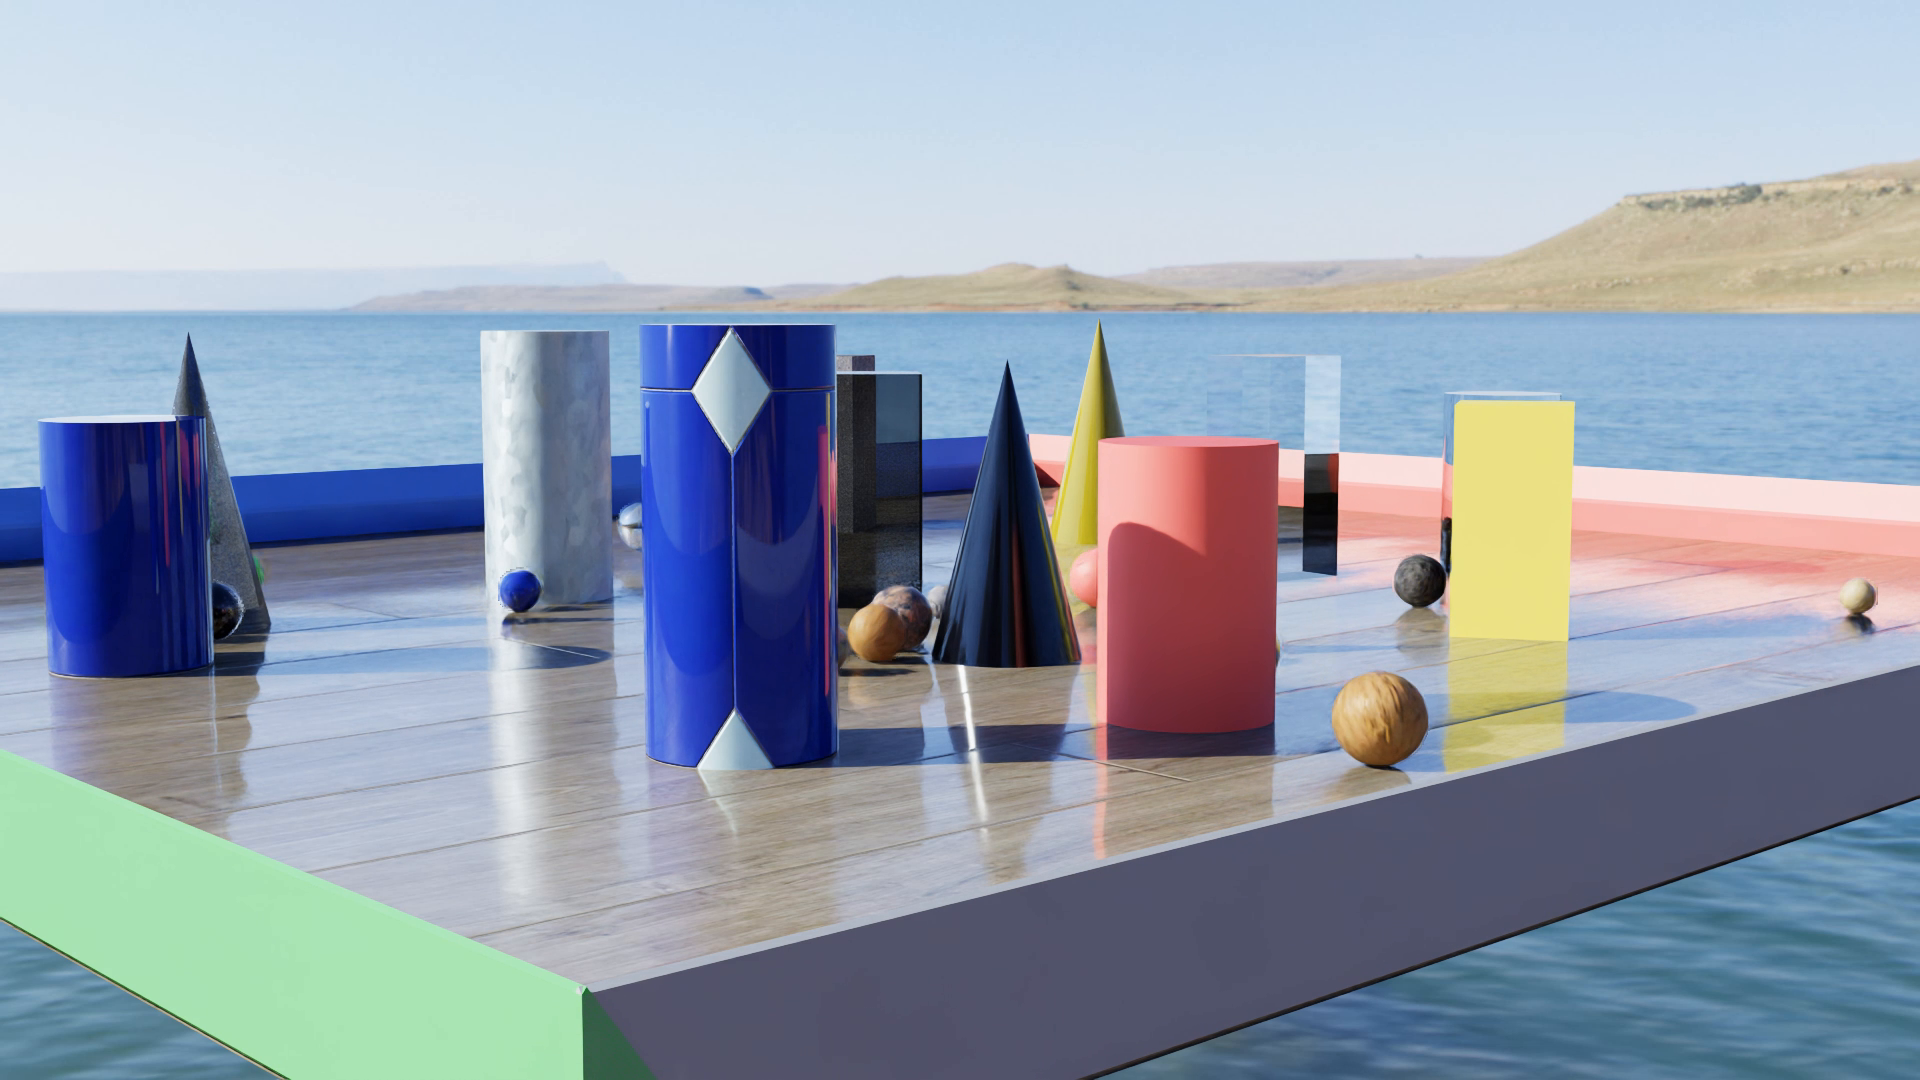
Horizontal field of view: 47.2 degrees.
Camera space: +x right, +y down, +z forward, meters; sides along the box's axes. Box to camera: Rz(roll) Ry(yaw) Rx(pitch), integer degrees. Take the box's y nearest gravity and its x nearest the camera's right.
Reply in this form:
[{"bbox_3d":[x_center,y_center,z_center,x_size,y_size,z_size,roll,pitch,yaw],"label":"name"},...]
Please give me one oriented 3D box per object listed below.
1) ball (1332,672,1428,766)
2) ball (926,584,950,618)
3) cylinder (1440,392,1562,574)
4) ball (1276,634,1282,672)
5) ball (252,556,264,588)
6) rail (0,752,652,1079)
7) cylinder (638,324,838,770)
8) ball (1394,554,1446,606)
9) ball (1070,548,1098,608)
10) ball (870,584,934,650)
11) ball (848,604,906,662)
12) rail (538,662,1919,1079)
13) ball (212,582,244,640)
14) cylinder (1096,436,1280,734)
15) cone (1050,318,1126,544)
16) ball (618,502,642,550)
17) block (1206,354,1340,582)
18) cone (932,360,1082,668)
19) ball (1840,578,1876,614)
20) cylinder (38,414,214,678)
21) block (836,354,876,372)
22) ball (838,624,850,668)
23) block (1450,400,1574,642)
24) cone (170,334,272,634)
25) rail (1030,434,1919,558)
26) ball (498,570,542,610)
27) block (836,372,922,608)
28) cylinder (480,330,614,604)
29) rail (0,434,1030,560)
[{"bbox_3d":[0.410,0.175,2.152,0.093,0.093,0.093,0,6,0],"label":"ball"},{"bbox_3d":[-0.023,0.089,3.172,0.051,0.051,0.051,0,6,0],"label":"ball"},{"bbox_3d":[0.920,-0.098,3.743,0.195,0.303,0.195,0,6,0],"label":"cylinder"},{"bbox_3d":[0.322,0.130,2.540,0.098,0.098,0.098,0,6,0],"label":"ball"},{"bbox_3d":[-1.109,0.055,3.381,0.075,0.075,0.075,0,6,0],"label":"ball"},{"bbox_3d":[-1.229,0.151,2.204,0.045,0.127,3.154,-5,8,-42],"label":"rail"},{"bbox_3d":[-0.221,-0.001,2.208,0.195,0.430,0.195,0,6,0],"label":"cylinder"},{"bbox_3d":[0.690,0.061,3.303,0.078,0.078,0.078,0,6,0],"label":"ball"},{"bbox_3d":[0.208,0.057,3.302,0.088,0.088,0.088,0,6,0],"label":"ball"},{"bbox_3d":[-0.078,0.102,2.883,0.086,0.086,0.086,0,6,0],"label":"ball"},{"bbox_3d":[-0.106,0.118,2.790,0.073,0.073,0.073,0,6,0],"label":"ball"},{"bbox_3d":[1.053,0.152,2.197,3.392,0.127,0.045,-5,8,-42],"label":"rail"},{"bbox_3d":[-1.009,0.096,2.966,0.080,0.080,0.080,0,6,0],"label":"ball"},{"bbox_3d":[0.248,0.043,2.402,0.195,0.303,0.195,0,6,0],"label":"cylinder"},{"bbox_3d":[0.268,-0.214,4.250,0.195,0.430,0.195,0,6,0],"label":"cone"},{"bbox_3d":[-0.590,-0.026,4.078,0.090,0.090,0.090,0,6,0],"label":"ball"},{"bbox_3d":[0.524,-0.125,3.689,0.156,0.369,0.156,-4,7,-34],"label":"block"},{"bbox_3d":[0.060,-0.041,2.820,0.195,0.383,0.195,0,6,0],"label":"cone"},{"bbox_3d":[1.322,0.082,3.236,0.051,0.051,0.051,0,6,0],"label":"ball"},{"bbox_3d":[-1.039,0.004,2.743,0.195,0.310,0.195,0,6,0],"label":"cylinder"},{"bbox_3d":[-0.272,-0.203,4.521,0.156,0.351,0.156,2,6,15],"label":"block"},{"bbox_3d":[-0.169,0.131,2.697,0.067,0.067,0.067,0,6,0],"label":"ball"},{"bbox_3d":[0.765,-0.031,3.043,0.156,0.316,0.156,2,6,16],"label":"block"},{"bbox_3d":[-1.072,-0.084,3.076,0.195,0.415,0.195,0,6,0],"label":"cone"},{"bbox_3d":[1.229,-0.085,4.460,0.045,0.127,3.154,-5,8,-42],"label":"rail"},{"bbox_3d":[-0.652,0.074,3.260,0.061,0.061,0.061,0,6,0],"label":"ball"},{"bbox_3d":[-0.139,-0.080,3.350,0.156,0.349,0.156,0,6,-4],"label":"block"},{"bbox_3d":[-0.638,-0.117,3.405,0.195,0.412,0.195,0,6,0],"label":"cylinder"},{"bbox_3d":[-1.053,-0.086,4.467,3.392,0.127,0.045,-5,8,-42],"label":"rail"}]
